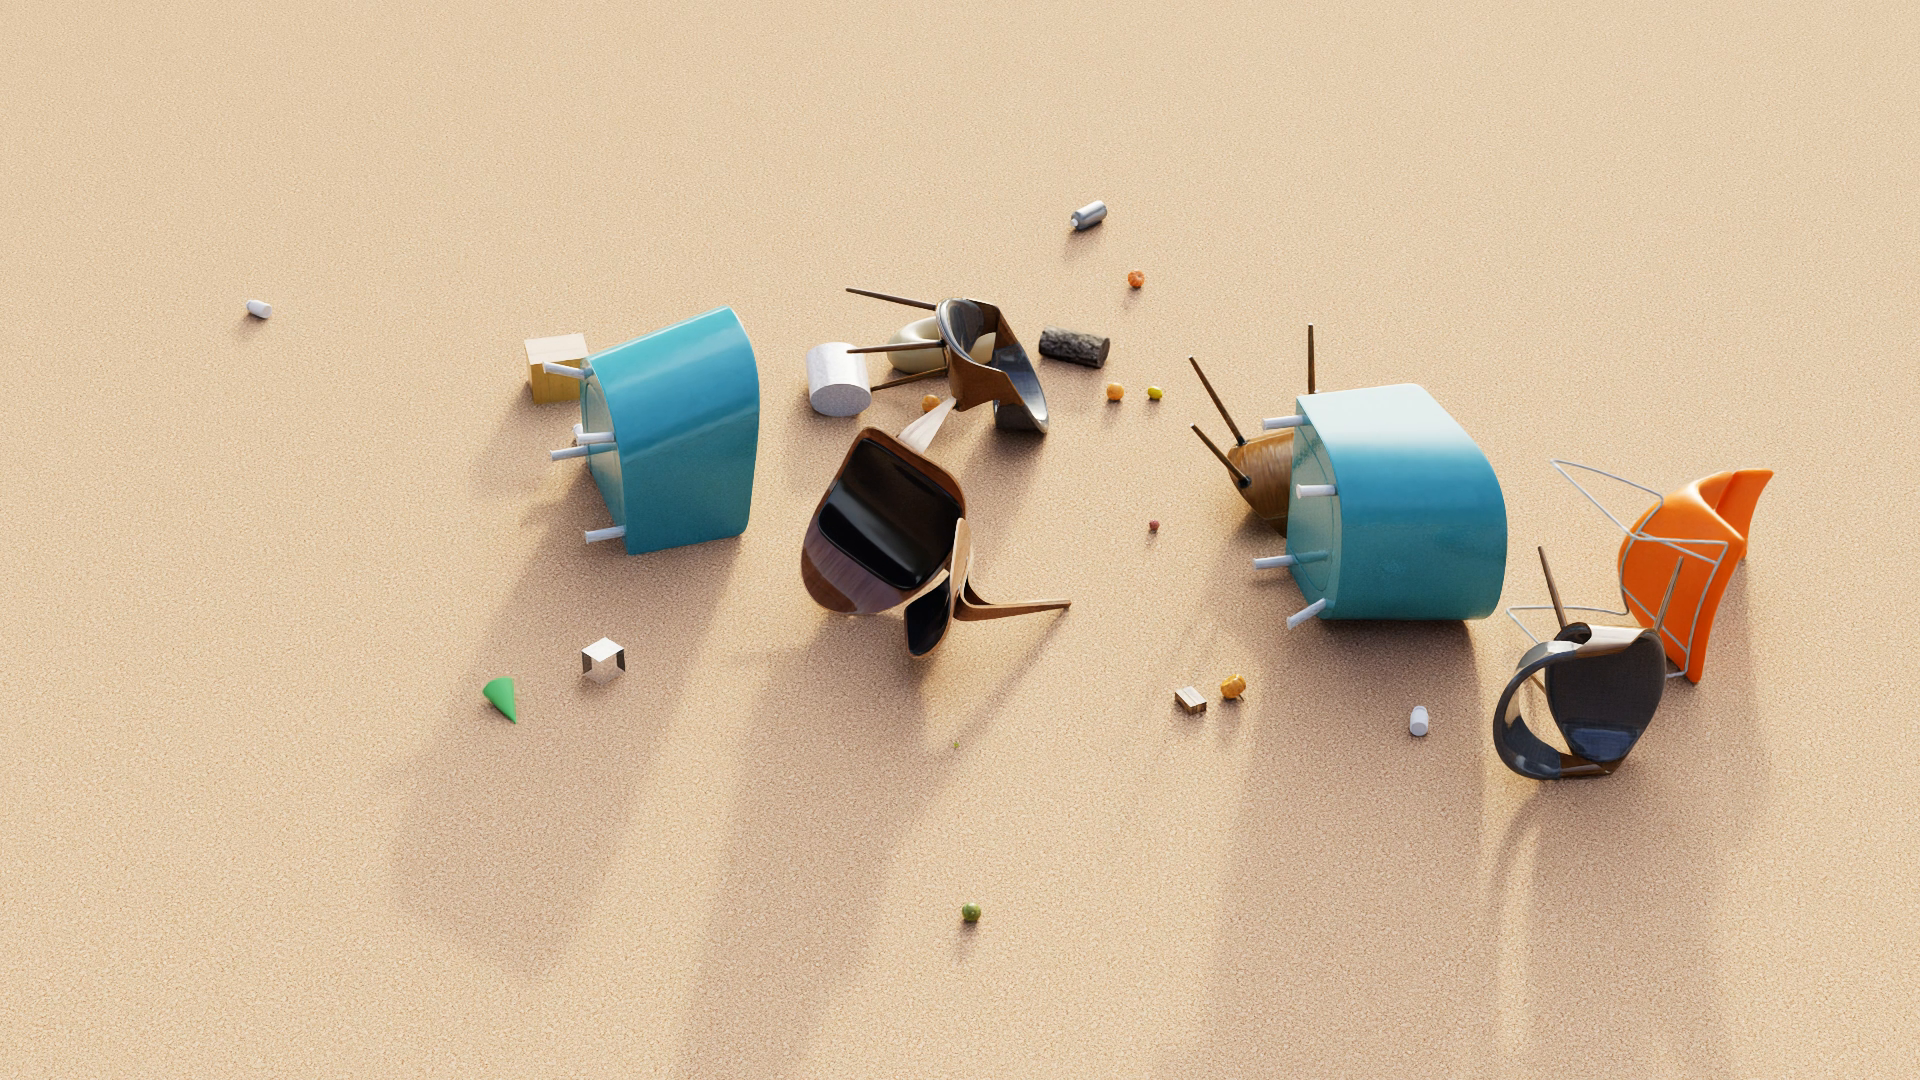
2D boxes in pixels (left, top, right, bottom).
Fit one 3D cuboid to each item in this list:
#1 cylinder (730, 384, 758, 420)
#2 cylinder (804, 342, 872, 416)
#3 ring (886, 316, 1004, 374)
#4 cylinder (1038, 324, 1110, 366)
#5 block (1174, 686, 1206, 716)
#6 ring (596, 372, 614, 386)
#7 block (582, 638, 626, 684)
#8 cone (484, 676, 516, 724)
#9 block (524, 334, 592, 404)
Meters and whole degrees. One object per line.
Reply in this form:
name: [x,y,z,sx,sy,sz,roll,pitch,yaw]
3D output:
cylinder: [-0.862,-0.548,11.661,0.075,0.126,0.149,7,44,-21]
cylinder: [-0.491,-0.646,11.785,0.246,0.154,0.331,-1,33,-7]
ring: [-0.060,-0.800,12.017,0.497,0.158,0.284,-9,36,-12]
cylinder: [0.470,-0.799,12.055,0.261,0.111,0.144,14,44,20]
block: [0.792,0.552,10.072,0.066,0.038,0.102,-16,37,-23]
ring: [-1.444,-0.651,11.911,0.071,0.024,0.096,-5,33,-6]
block: [-1.242,0.422,10.212,0.097,0.101,0.110,27,42,35]
cone: [-1.549,0.568,10.039,0.112,0.098,0.181,-18,52,-18]
block: [-1.620,-0.691,11.825,0.236,0.185,0.204,-8,34,-12]
